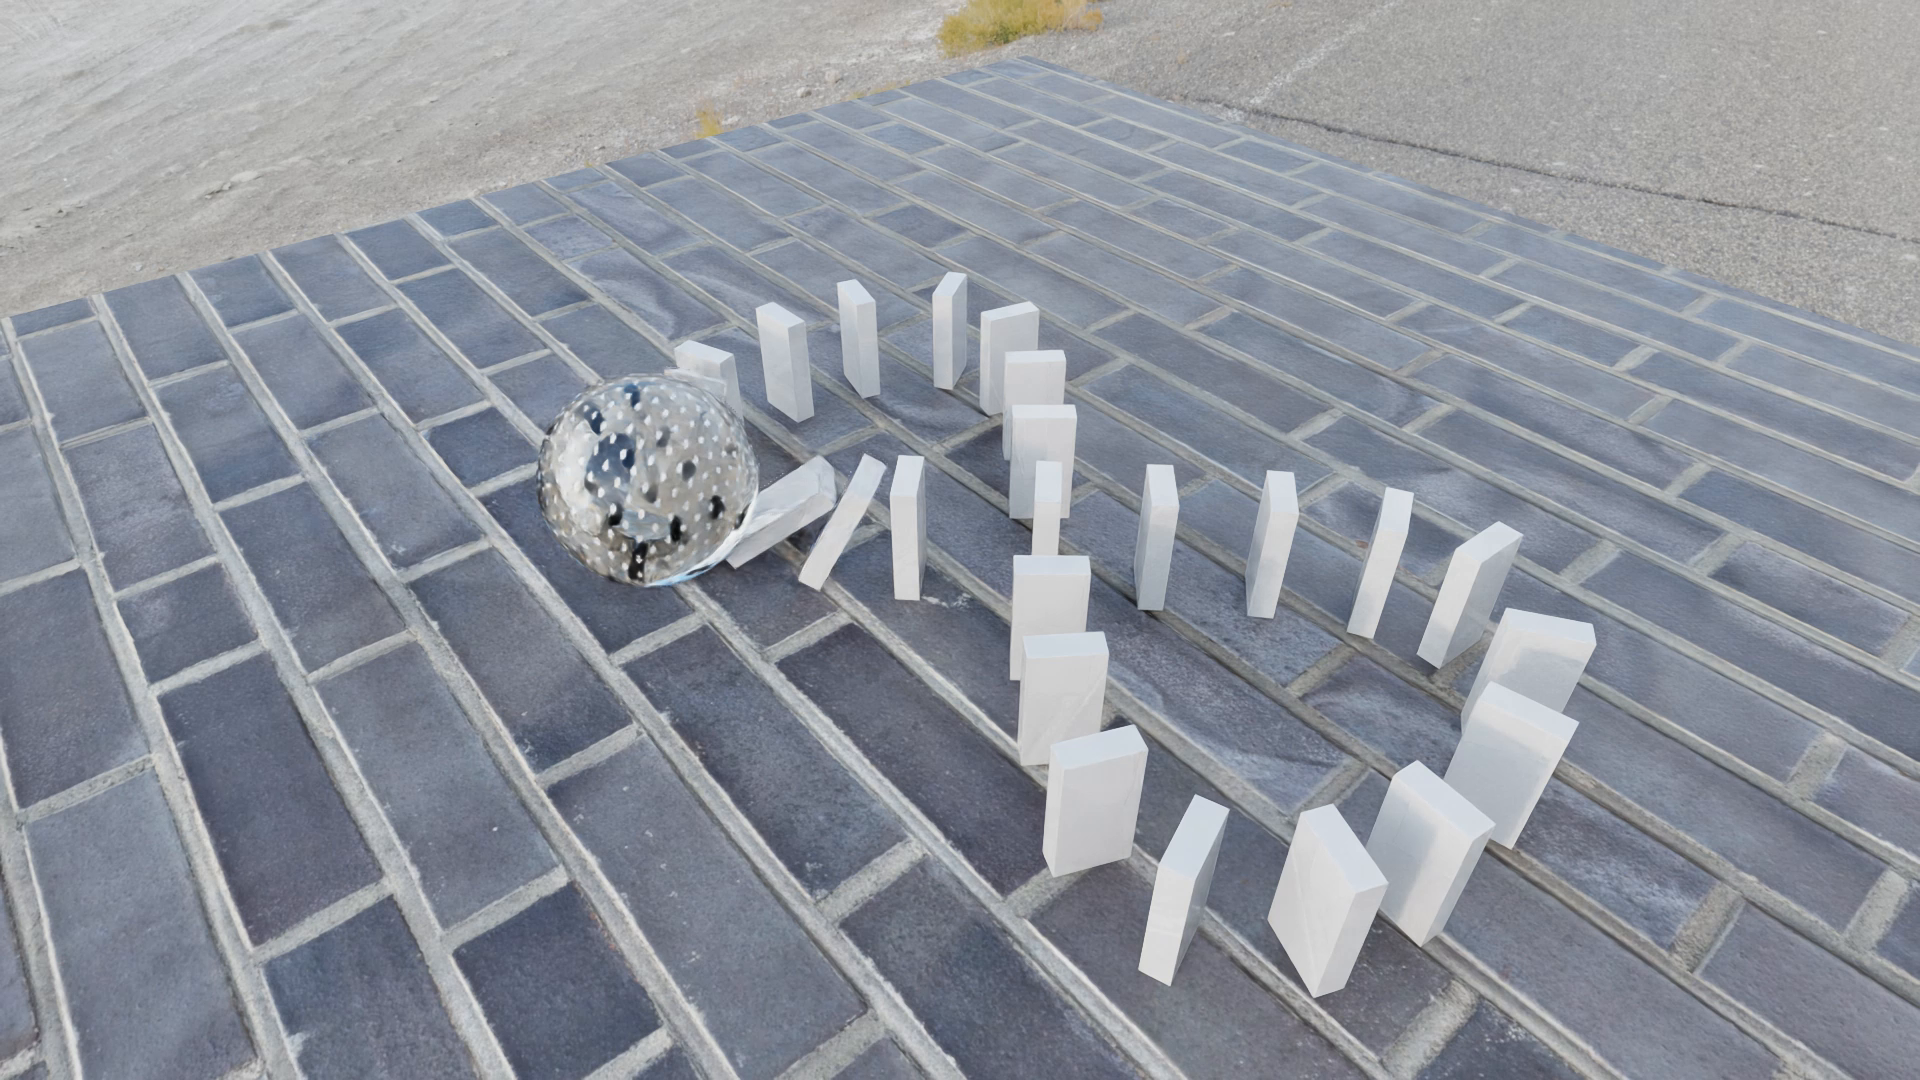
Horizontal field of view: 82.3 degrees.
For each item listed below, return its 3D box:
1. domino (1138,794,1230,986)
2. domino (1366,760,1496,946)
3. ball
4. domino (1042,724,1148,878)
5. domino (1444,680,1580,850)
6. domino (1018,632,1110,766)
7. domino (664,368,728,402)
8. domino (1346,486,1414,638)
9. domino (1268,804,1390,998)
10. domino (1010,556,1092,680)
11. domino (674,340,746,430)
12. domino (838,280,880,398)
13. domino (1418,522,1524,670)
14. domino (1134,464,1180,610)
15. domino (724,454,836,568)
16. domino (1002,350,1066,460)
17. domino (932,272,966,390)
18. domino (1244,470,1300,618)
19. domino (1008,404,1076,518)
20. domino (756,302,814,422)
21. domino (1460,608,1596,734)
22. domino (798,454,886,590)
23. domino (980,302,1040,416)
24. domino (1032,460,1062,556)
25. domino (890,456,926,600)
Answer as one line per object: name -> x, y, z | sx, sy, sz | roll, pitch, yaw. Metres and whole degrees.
domino -> 0.060, 0.095, 0.296 | 0.009, 0.050, 0.025 | 20, 44, 23
domino -> 0.127, 0.087, 0.305 | 0.010, 0.050, 0.025 | -22, 44, -25
ball -> -0.116, -0.022, 0.412 | 0.080, 0.080, 0.080 | 0, 39, 0
domino -> 0.038, 0.076, 0.318 | 0.025, 0.050, 0.009 | -11, 41, -13
domino -> 0.162, 0.068, 0.329 | 0.025, 0.050, 0.009 | 28, 47, 30
domino -> 0.032, 0.051, 0.349 | 0.025, 0.050, 0.009 | -3, 39, -4
domino -> -0.115, -0.045, 0.463 | 0.025, 0.050, 0.009 | 12, 12, -10
domino -> 0.153, 0.009, 0.401 | 0.009, 0.050, 0.025 | 15, 42, 17
domino -> 0.097, 0.097, 0.293 | 0.009, 0.050, 0.025 | -11, 41, -13
domino -> 0.030, 0.027, 0.378 | 0.025, 0.050, 0.009 | 0, 39, 0
domino -> -0.110, -0.061, 0.486 | 0.025, 0.050, 0.009 | 20, 43, 23
domino -> -0.049, -0.097, 0.529 | 0.009, 0.050, 0.025 | -17, 42, -19
domino -> 0.179, 0.020, 0.387 | 0.025, 0.050, 0.010 | -25, 46, -28
domino -> 0.073, -0.001, 0.412 | 0.010, 0.050, 0.025 | 2, 39, 3
domino -> -0.072, -0.011, 0.437 | 0.050, 0.009, 0.025 | -30, 36, 16
domino -> 0.032, -0.059, 0.483 | 0.025, 0.050, 0.009 | -3, 39, -3
domino -> -0.005, -0.102, 0.536 | 0.009, 0.050, 0.025 | 10, 40, 13
domino -> 0.115, 0.002, 0.409 | 0.010, 0.050, 0.025 | 6, 40, 7
domino -> 0.033, -0.031, 0.450 | 0.025, 0.050, 0.010 | 0, 39, 0
domino -> -0.081, -0.082, 0.512 | 0.009, 0.050, 0.025 | -30, 48, -31
domino -> 0.182, 0.046, 0.356 | 0.025, 0.050, 0.009 | 11, 41, 13
domino -> -0.045, -0.006, 0.419 | 0.010, 0.050, 0.025 | 28, 37, -8
domino -> 0.023, -0.085, 0.515 | 0.025, 0.050, 0.009 | -17, 42, -19
domino -> 0.032, -0.002, 0.414 | 0.009, 0.050, 0.025 | 3, 39, 4
domino -> -0.019, -0.004, 0.417 | 0.009, 0.050, 0.025 | 3, 39, 4
